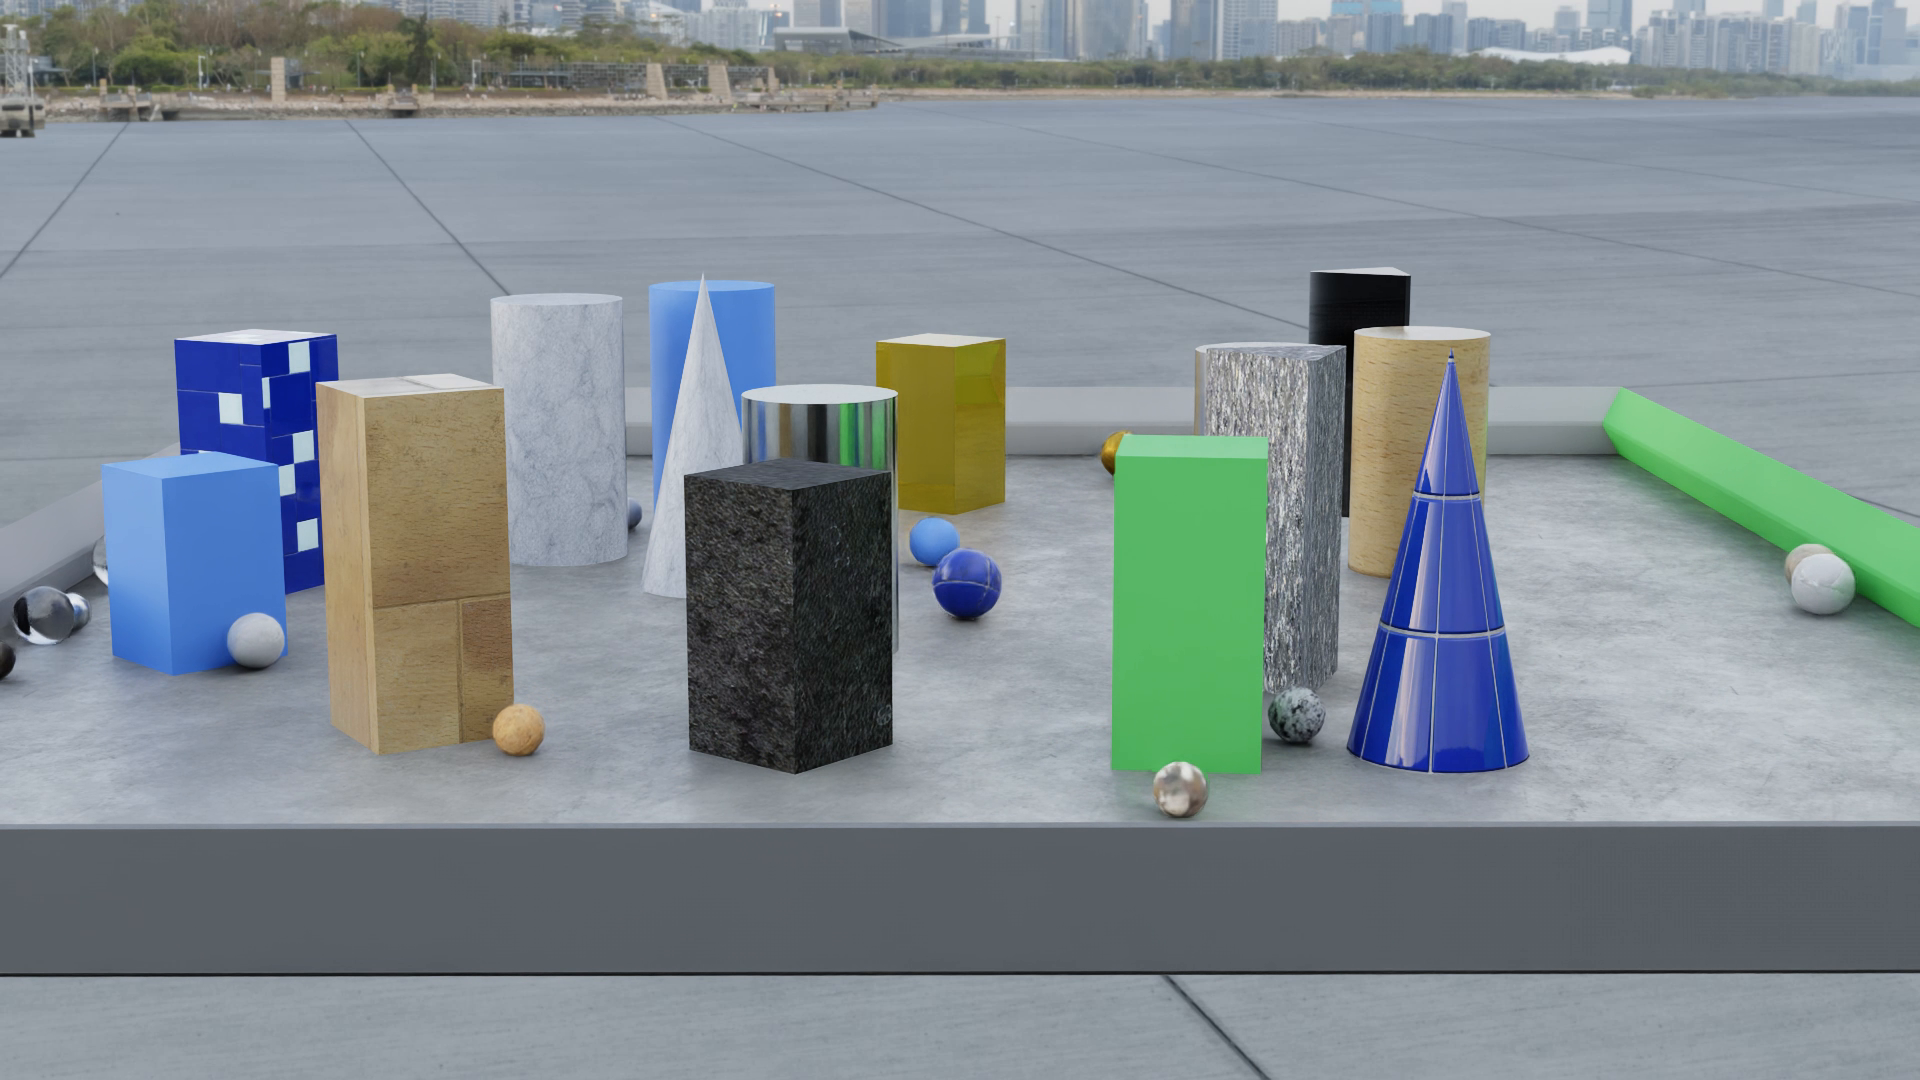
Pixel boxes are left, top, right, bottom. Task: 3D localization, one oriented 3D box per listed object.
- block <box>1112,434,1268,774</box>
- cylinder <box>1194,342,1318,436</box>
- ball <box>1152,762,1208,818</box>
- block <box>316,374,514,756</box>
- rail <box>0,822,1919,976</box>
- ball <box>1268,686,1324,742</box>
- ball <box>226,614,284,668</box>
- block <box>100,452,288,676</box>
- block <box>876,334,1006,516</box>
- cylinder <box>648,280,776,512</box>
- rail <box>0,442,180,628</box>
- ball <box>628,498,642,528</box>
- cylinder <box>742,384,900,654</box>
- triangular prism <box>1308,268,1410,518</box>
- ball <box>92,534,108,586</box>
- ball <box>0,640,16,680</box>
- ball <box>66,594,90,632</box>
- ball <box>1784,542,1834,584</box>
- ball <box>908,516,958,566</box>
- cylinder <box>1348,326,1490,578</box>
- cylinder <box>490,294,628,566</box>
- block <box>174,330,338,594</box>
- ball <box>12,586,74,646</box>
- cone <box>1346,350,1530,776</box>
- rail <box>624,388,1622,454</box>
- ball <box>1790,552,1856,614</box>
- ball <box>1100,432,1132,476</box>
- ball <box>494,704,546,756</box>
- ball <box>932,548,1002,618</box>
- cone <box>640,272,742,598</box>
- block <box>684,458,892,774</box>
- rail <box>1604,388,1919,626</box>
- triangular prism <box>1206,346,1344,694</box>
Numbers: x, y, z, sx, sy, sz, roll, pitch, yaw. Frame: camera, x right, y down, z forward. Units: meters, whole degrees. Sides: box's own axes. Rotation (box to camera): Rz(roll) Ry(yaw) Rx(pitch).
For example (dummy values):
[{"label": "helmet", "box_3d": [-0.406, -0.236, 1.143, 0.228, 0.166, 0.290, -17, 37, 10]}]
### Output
[{"label": "block", "box_3d": [0.245, 0.065, 2.718, 0.155, 0.331, 0.155, 1, 11, 7]}, {"label": "cylinder", "box_3d": [0.413, -0.085, 3.479, 0.194, 0.348, 0.194, 0, 11, 0]}, {"label": "ball", "box_3d": [0.216, 0.244, 2.511, 0.054, 0.054, 0.054, 0, 11, 0]}, {"label": "block", "box_3d": [-0.596, 0.021, 2.807, 0.155, 0.384, 0.155, -7, 12, -32]}, {"label": "rail", "box_3d": [0.008, 0.285, 2.087, 2.511, 0.126, 0.045, 0, 11, 0]}, {"label": "ball", "box_3d": [0.365, 0.190, 2.786, 0.061, 0.061, 0.061, 0, 11, 0]}, {"label": "ball", "box_3d": [-0.858, 0.123, 3.126, 0.068, 0.068, 0.068, 0, 11, 0]}, {"label": "block", "box_3d": [-0.948, 0.025, 3.178, 0.155, 0.241, 0.155, -10, 15, -43]}, {"label": "block", "box_3d": [-0.031, -0.196, 4.272, 0.155, 0.276, 0.155, 7, 12, 32]}, {"label": "cylinder", "box_3d": [-0.384, -0.204, 4.009, 0.194, 0.387, 0.194, 0, 11, 0]}, {"label": "rail", "box_3d": [-1.232, 0.034, 3.442, 0.045, 0.126, 2.817, 0, 11, 0]}, {"label": "ball", "box_3d": [-0.528, -0.043, 4.065, 0.050, 0.050, 0.050, 0, 11, 0]}, {"label": "cylinder", "box_3d": [-0.174, -0.022, 3.208, 0.194, 0.323, 0.194, 0, 11, 0]}, {"label": "triangular prism", "box_3d": [0.673, -0.243, 4.197, 0.168, 0.396, 0.145, 6, 12, 29]}, {"label": "ball", "box_3d": [-1.169, 0.026, 3.592, 0.088, 0.088, 0.088, 0, 11, 0]}, {"label": "ball", "box_3d": [-1.155, 0.143, 3.064, 0.050, 0.050, 0.050, 0, 11, 0]}, {"label": "ball", "box_3d": [-1.154, 0.095, 3.323, 0.052, 0.052, 0.052, 0, 11, 0]}, {"label": "ball", "box_3d": [1.181, 0.040, 3.558, 0.073, 0.073, 0.073, 0, 11, 0]}, {"label": "ball", "box_3d": [-0.039, 0.002, 3.764, 0.072, 0.072, 0.072, 0, 11, 0]}, {"label": "cylinder", "box_3d": [0.665, -0.128, 3.722, 0.194, 0.345, 0.194, 0, 11, 0]}, {"label": "cylinder", "box_3d": [-0.596, -0.168, 3.829, 0.194, 0.383, 0.194, 0, 11, 0]}, {"label": "block", "box_3d": [-0.982, -0.111, 3.613, 0.155, 0.351, 0.155, 5, 12, 27]}, {"label": "ball", "box_3d": [-1.162, 0.096, 3.252, 0.075, 0.075, 0.075, 0, 11, 0]}, {"label": "cone", "box_3d": [0.513, 0.012, 2.716, 0.194, 0.435, 0.194, 0, 11, 0]}, {"label": "rail", "box_3d": [-0.008, -0.220, 4.811, 2.511, 0.126, 0.045, 0, 11, 0]}, {"label": "ball", "box_3d": [1.155, 0.059, 3.434, 0.082, 0.082, 0.082, 0, 11, 0]}, {"label": "ball", "box_3d": [0.291, -0.152, 4.565, 0.083, 0.083, 0.083, 0, 11, 0]}, {"label": "ball", "box_3d": [-0.470, 0.202, 2.736, 0.055, 0.055, 0.055, 0, 11, 0]}, {"label": "ball", "box_3d": [0.010, 0.057, 3.410, 0.093, 0.093, 0.093, 0, 11, 0]}, {"label": "cone", "box_3d": [-0.356, -0.155, 3.595, 0.194, 0.443, 0.194, 0, 11, 0]}, {"label": "block", "box_3d": [-0.182, 0.076, 2.743, 0.155, 0.299, 0.155, 8, 13, 38]}, {"label": "rail", "box_3d": [1.232, 0.031, 3.456, 0.045, 0.126, 2.817, 0, 11, 0]}, {"label": "triangular prism", "box_3d": [0.401, -0.029, 3.046, 0.145, 0.395, 0.168, -9, 14, -39]}]
